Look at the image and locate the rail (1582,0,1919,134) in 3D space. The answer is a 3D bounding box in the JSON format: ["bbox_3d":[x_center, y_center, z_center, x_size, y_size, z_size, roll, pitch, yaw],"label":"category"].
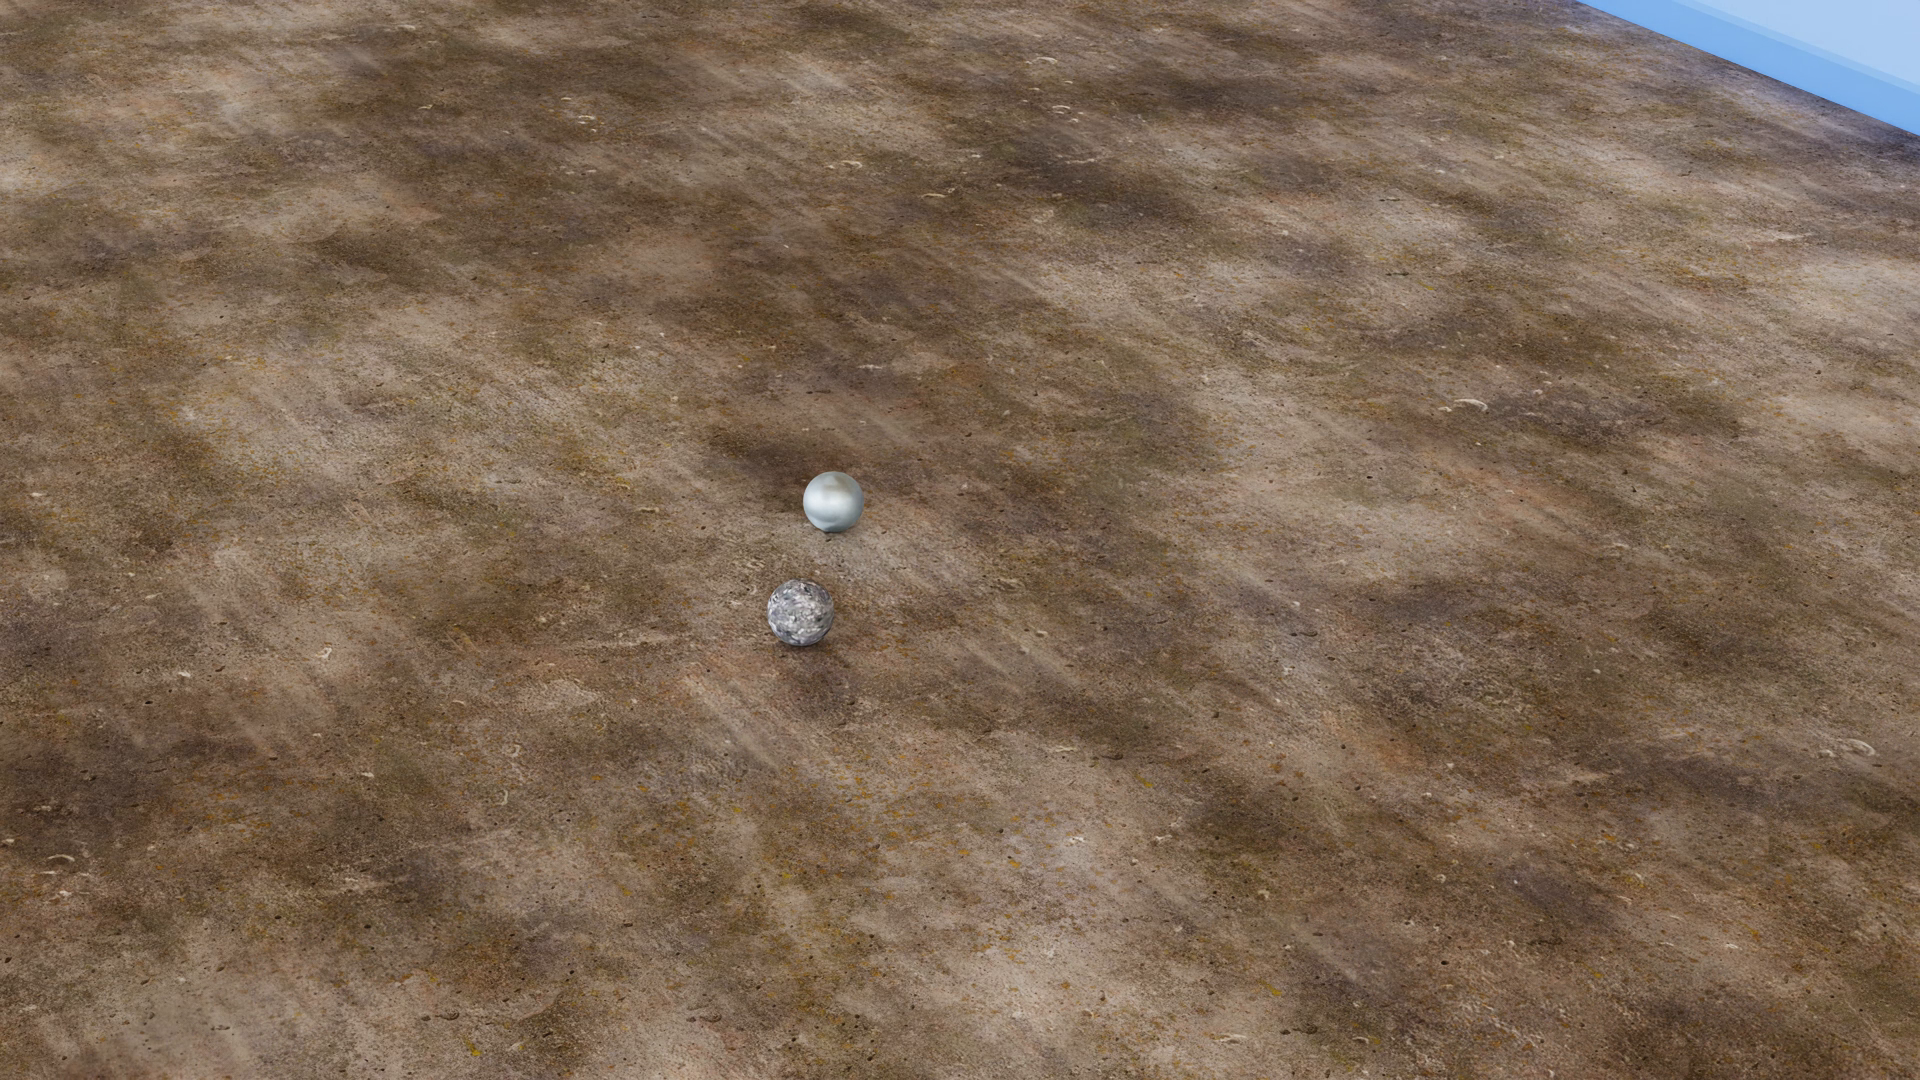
[{"bbox_3d":[0.443,-0.730,3.212,0.045,0.117,4.233,-16,32,-27],"label":"rail"}]

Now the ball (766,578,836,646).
[{"bbox_3d":[-0.099,0.045,1.837,0.043,0.043,0.043,0,28,0],"label":"ball"}]

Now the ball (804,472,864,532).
[{"bbox_3d":[-0.085,-0.026,1.972,0.041,0.041,0.041,0,28,0],"label":"ball"}]
